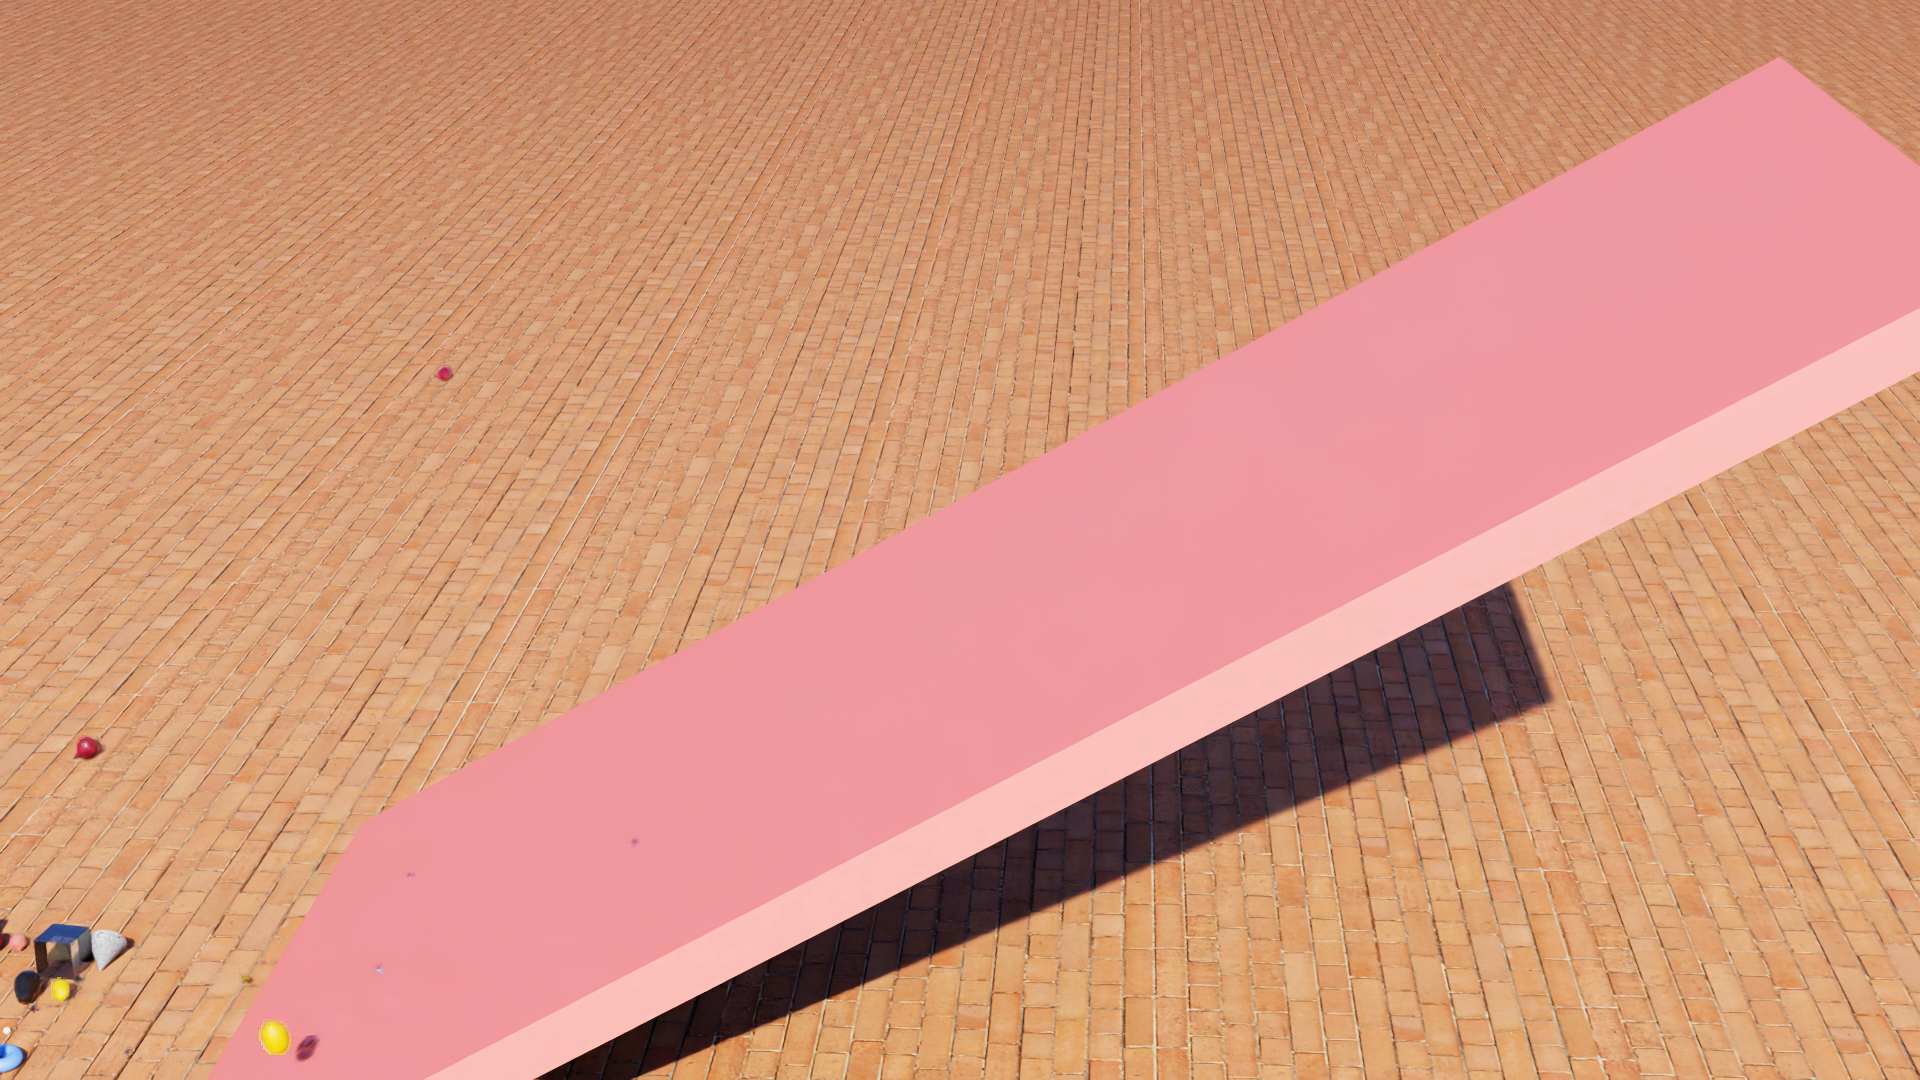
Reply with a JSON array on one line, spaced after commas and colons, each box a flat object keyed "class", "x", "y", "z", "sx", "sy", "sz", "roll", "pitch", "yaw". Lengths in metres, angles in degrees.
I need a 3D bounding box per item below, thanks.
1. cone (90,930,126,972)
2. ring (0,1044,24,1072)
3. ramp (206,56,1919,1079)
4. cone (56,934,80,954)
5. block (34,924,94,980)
[{"class": "cone", "x": -2.053, "y": 0.999, "z": 7.050, "sx": 0.092, "sy": 0.092, "sz": 0.092, "roll": 0, "pitch": 45, "yaw": 0}, {"class": "ring", "x": -2.147, "y": 1.161, "z": 6.584, "sx": 0.097, "sy": 0.032, "sz": 0.097, "roll": 0, "pitch": 20, "yaw": 0}, {"class": "ramp", "x": 0.142, "y": 0.168, "z": 6.285, "sx": 4.000, "sy": 0.100, "sz": 2.000, "roll": -28, "pitch": 15, "yaw": 12}, {"class": "cone", "x": -2.144, "y": 0.988, "z": 7.109, "sx": 0.054, "sy": 0.054, "sz": 0.054, "roll": 32, "pitch": 26, "yaw": 8}, {"class": "block", "x": -2.139, "y": 0.982, "z": 7.017, "sx": 0.095, "sy": 0.095, "sz": 0.095, "roll": 4, "pitch": 19, "yaw": 11}]
